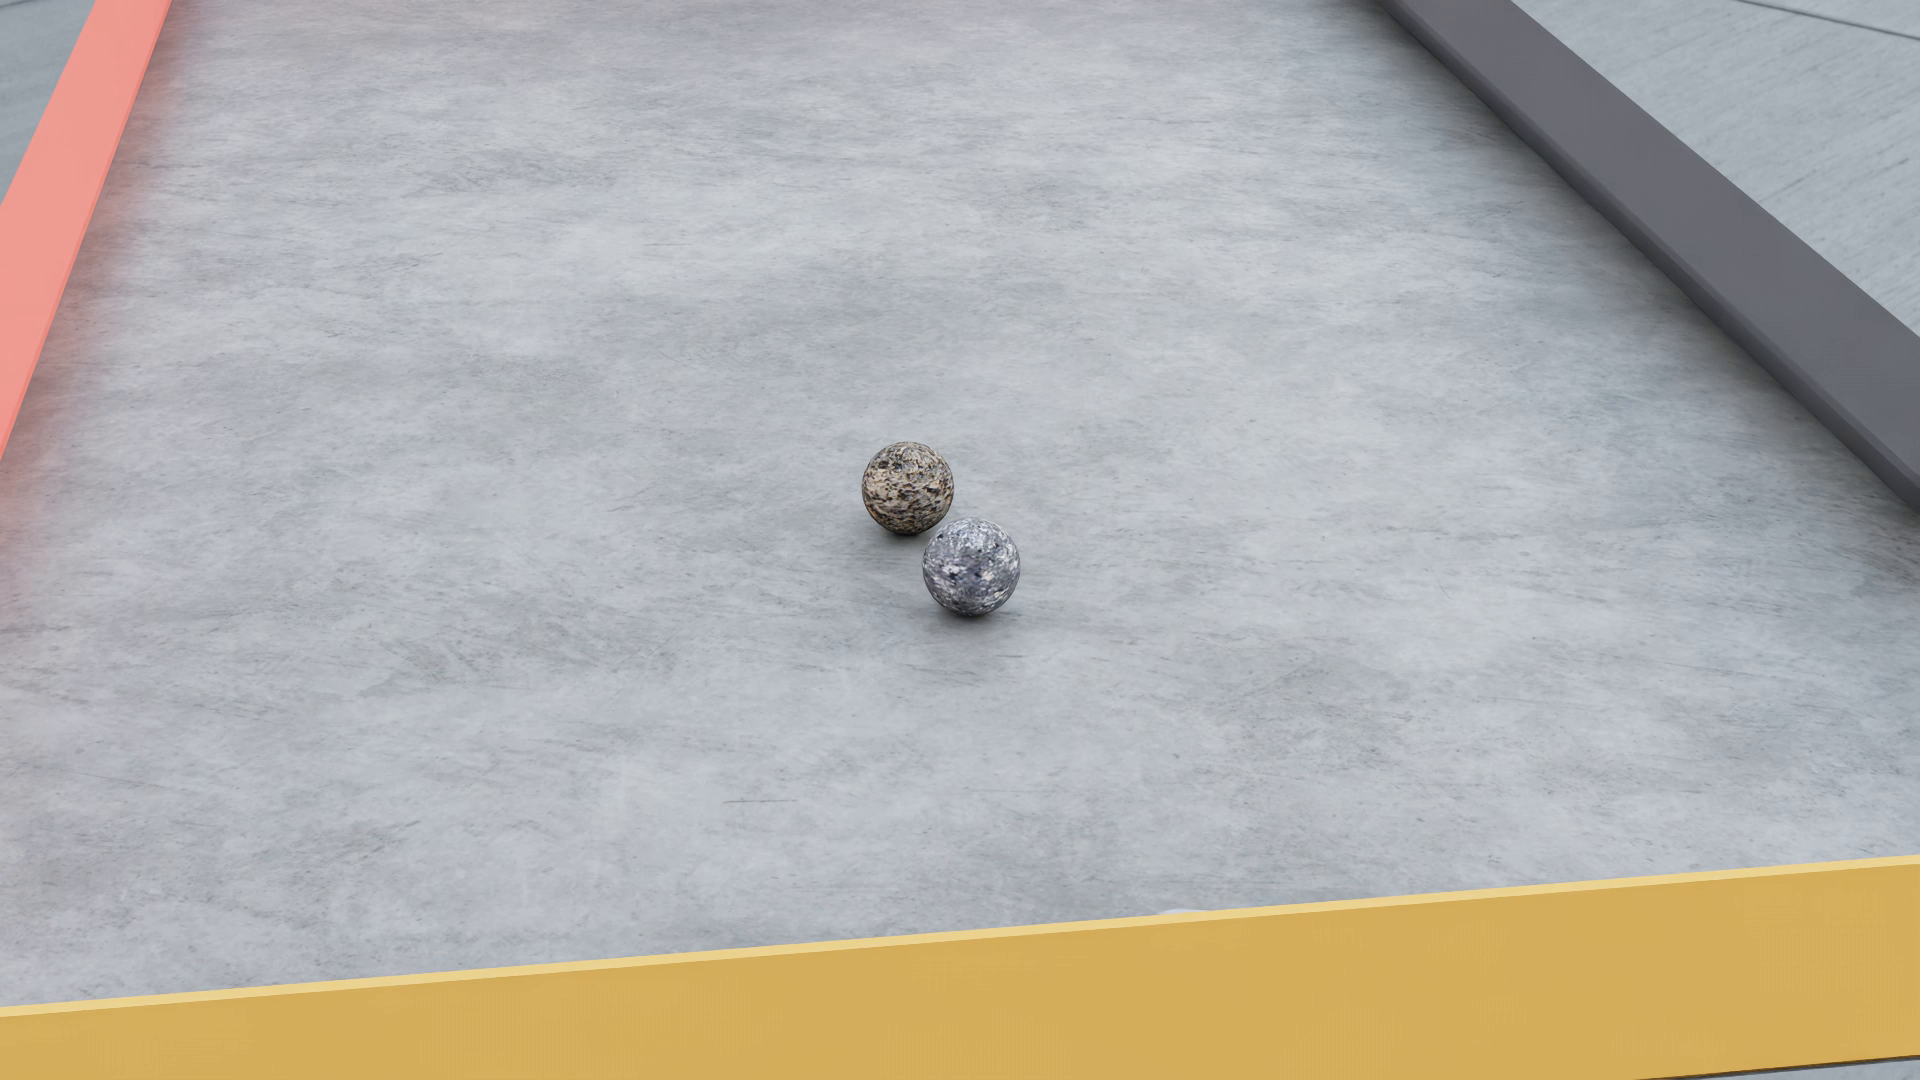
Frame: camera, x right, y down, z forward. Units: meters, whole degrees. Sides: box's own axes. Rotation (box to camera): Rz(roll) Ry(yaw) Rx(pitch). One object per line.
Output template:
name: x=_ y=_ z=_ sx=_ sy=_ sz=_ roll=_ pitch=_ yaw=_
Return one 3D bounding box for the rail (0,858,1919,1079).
rail: x=0.087 y=0.227 z=1.454 sx=1.404 sy=0.121 sz=0.045 roll=-4 pitch=25 yaw=-8

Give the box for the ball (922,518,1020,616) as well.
ball: x=0.008 y=0.018 z=1.966 sx=0.066 sy=0.066 sz=0.066 roll=0 pitch=25 yaw=0

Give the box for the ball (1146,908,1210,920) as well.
ball: x=0.116 y=0.226 z=1.516 sx=0.072 sy=0.072 sz=0.072 roll=0 pitch=25 yaw=0

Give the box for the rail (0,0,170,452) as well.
rail: x=-0.762 y=-0.251 z=2.469 sx=0.045 sy=0.121 sz=2.512 roll=-4 pitch=25 yaw=-8

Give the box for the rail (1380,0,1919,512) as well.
rail: x=0.580 y=-0.334 z=2.646 sx=0.045 sy=0.121 sz=2.512 roll=-4 pitch=25 yaw=-8

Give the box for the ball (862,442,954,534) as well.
ball: x=-0.037 y=-0.037 z=2.082 sx=0.066 sy=0.066 sz=0.066 roll=0 pitch=25 yaw=0
